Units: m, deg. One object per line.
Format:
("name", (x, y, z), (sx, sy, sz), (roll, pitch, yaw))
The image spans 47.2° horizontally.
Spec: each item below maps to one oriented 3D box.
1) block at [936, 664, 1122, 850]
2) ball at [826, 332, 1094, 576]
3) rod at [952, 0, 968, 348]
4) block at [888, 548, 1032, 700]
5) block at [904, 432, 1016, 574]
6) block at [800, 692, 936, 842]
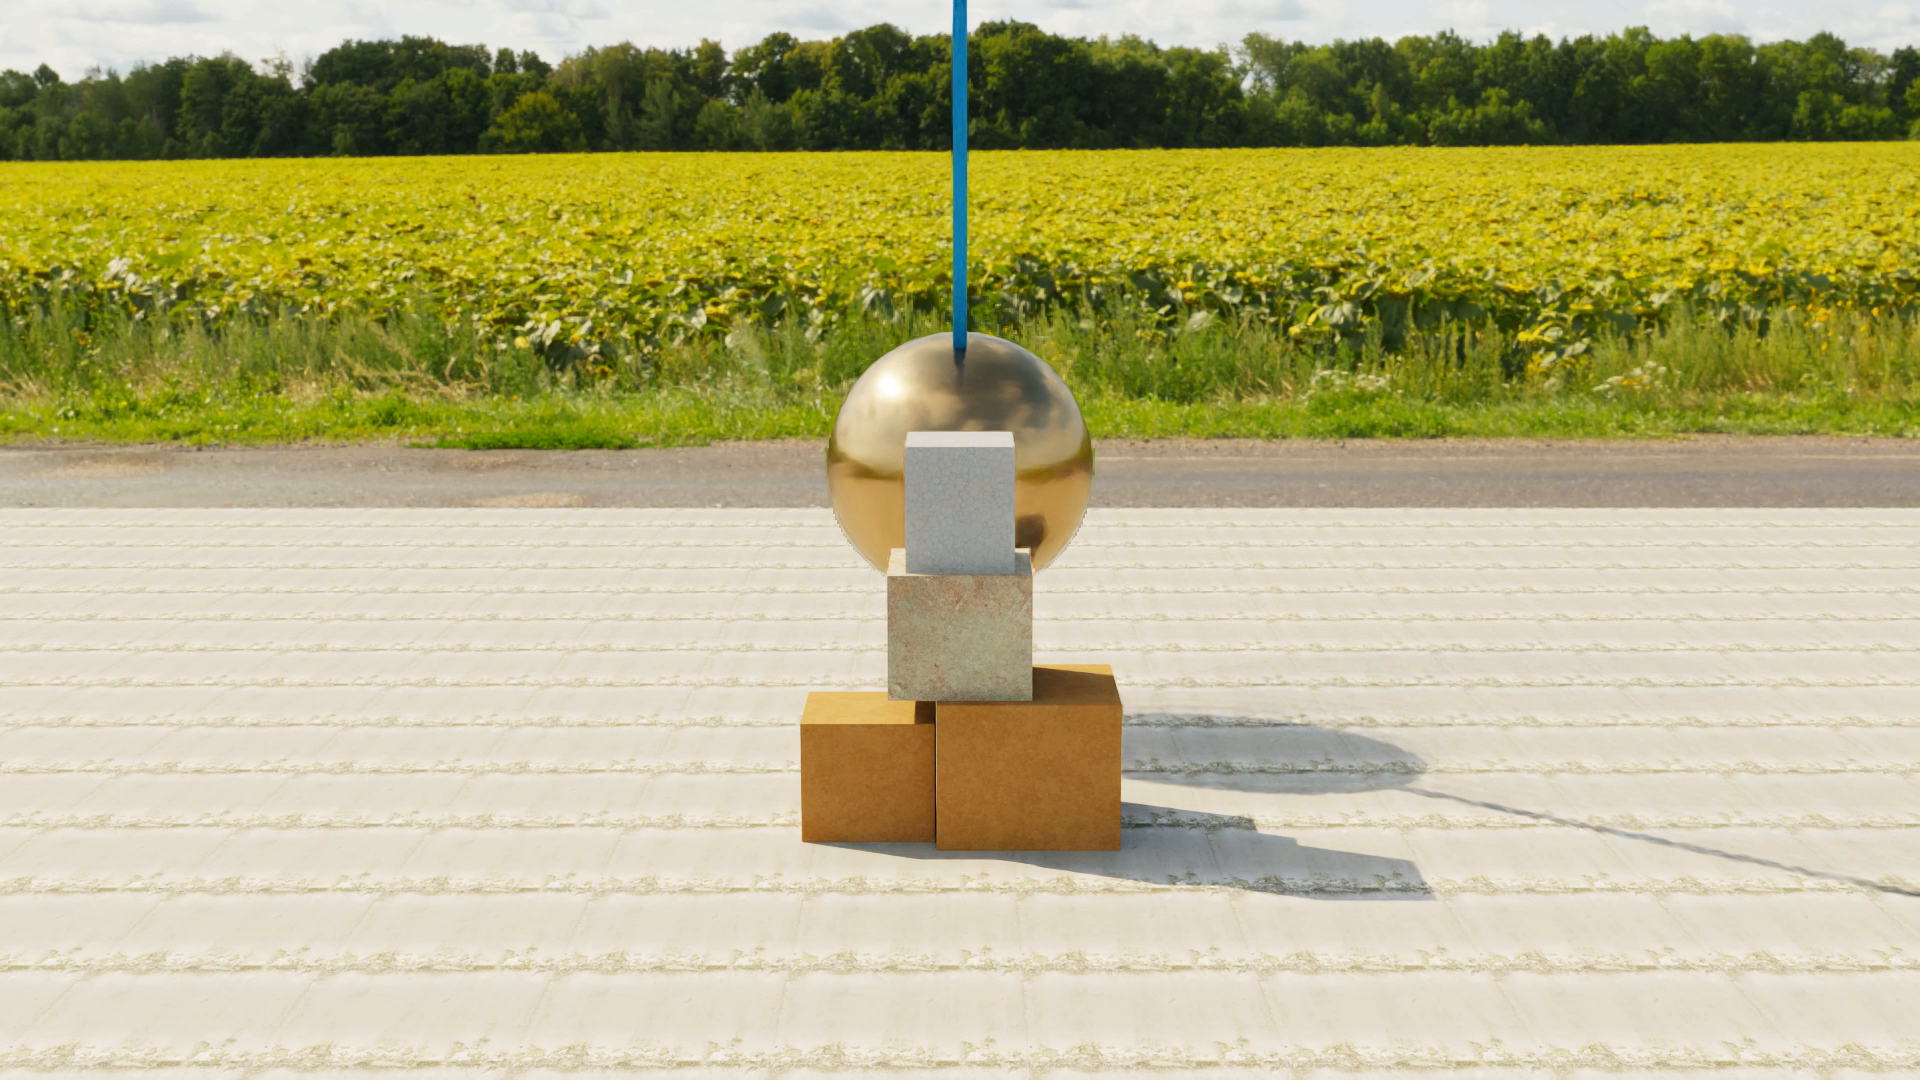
("block", (0.342, 1.109, 11.368), (0.920, 0.750, 0.869), (0, 10, 0))
("ball", (0.000, -0.450, 13.207), (1.600, 1.600, 1.600), (0, 10, 0))
("rod", (0.000, -3.379, 11.480), (0.080, 5.200, 0.080), (0, 31, 0))
("block", (0.000, 0.424, 11.269), (0.720, 0.635, 0.738), (0, 10, 0))
("block", (0.000, -0.199, 11.148), (0.541, 0.633, 0.586), (0, 10, 0))
("block", (-0.465, 1.168, 11.413), (0.675, 0.618, 0.659), (0, 10, 0))
